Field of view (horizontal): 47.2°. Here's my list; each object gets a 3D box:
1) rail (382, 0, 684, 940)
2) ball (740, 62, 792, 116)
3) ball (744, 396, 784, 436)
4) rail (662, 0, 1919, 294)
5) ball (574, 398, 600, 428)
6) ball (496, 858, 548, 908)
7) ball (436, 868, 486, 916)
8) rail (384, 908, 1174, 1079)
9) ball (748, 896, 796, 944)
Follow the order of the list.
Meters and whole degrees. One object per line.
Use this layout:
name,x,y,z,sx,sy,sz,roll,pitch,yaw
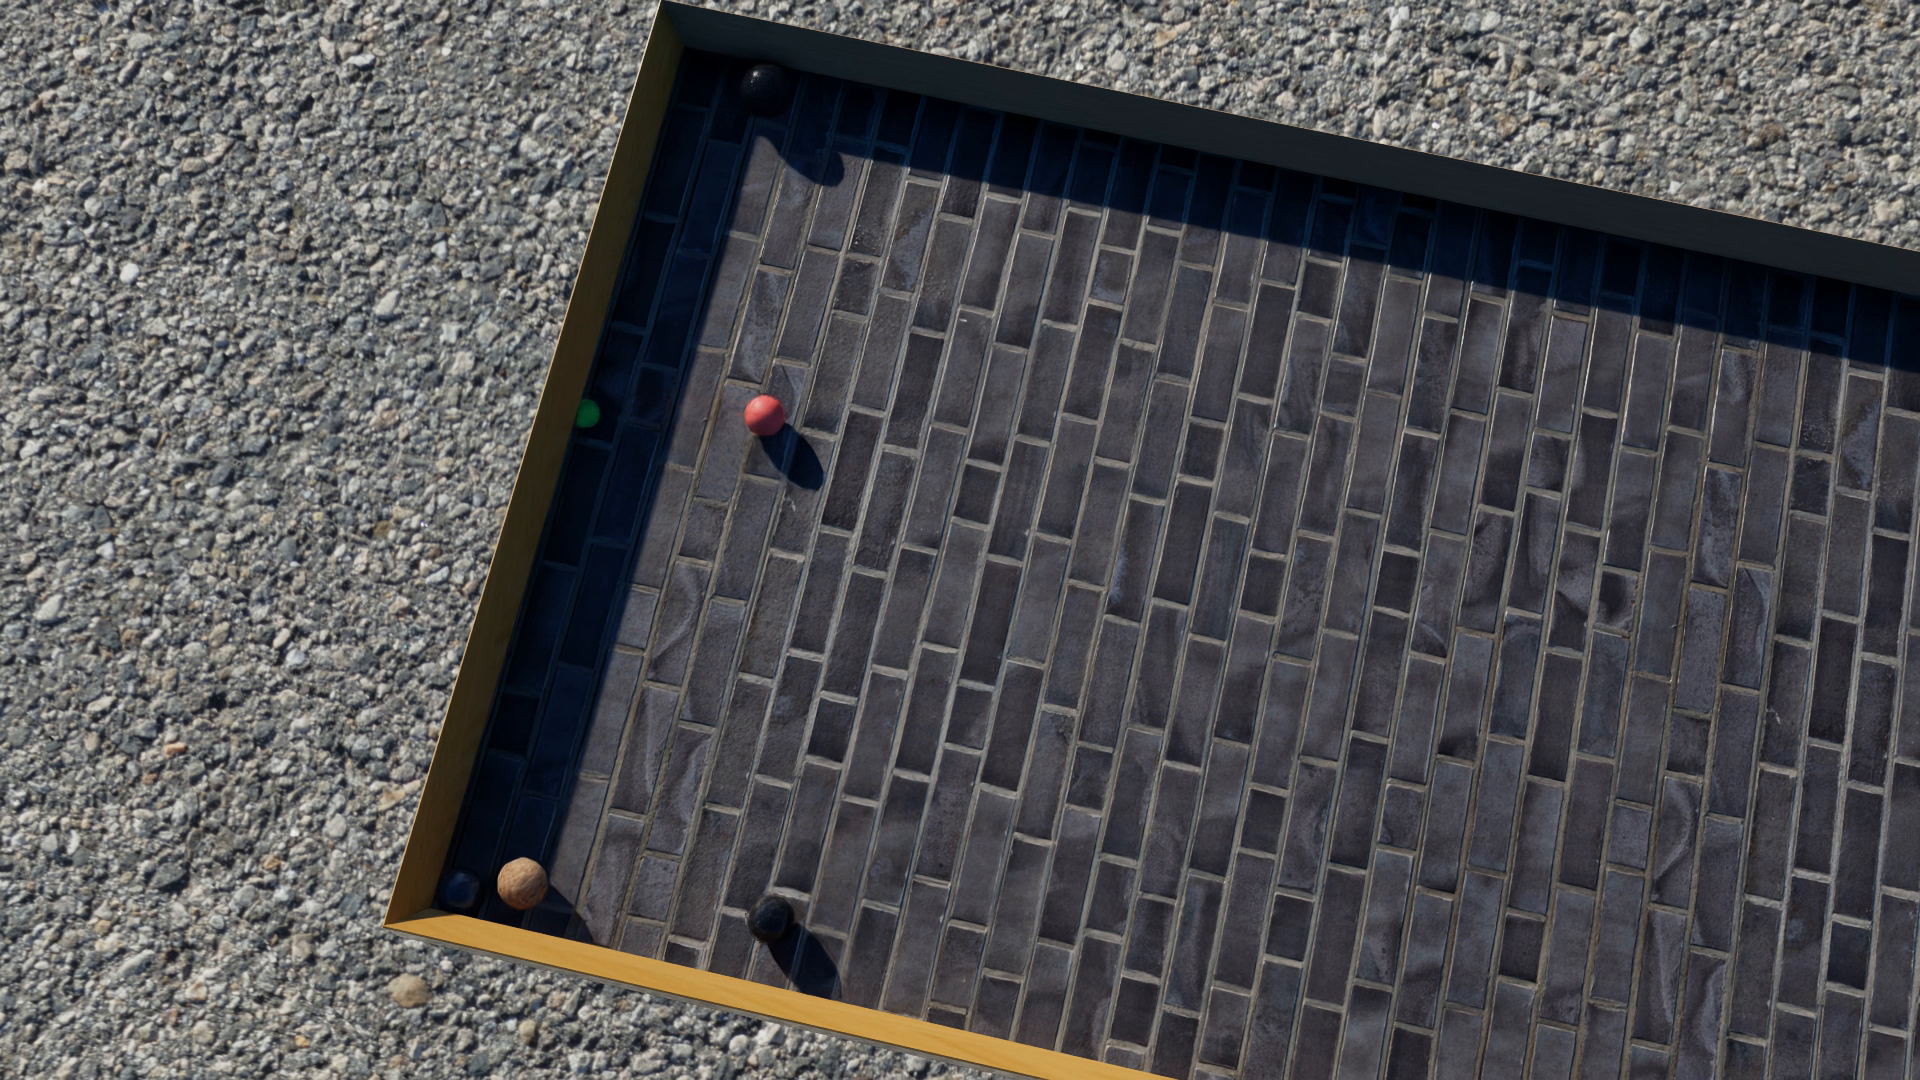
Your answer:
rail,-0.633,-0.143,3.404,0.045,0.112,1.536,12,73,4
ball,-0.317,-0.737,3.601,0.086,0.086,0.086,0,73,0
ball,-0.306,-0.194,3.446,0.063,0.063,0.063,0,73,0
rail,0.819,-0.560,3.532,2.688,0.112,0.045,12,73,4
ball,-0.588,-0.199,3.457,0.046,0.046,0.046,0,73,0
ball,-0.642,0.504,3.226,0.074,0.074,0.074,0,73,0
ball,-0.732,0.516,3.224,0.071,0.071,0.071,0,73,0
rail,0.492,0.828,3.105,2.688,0.112,0.045,12,73,4
ball,-0.275,0.554,3.213,0.069,0.069,0.069,0,73,0
